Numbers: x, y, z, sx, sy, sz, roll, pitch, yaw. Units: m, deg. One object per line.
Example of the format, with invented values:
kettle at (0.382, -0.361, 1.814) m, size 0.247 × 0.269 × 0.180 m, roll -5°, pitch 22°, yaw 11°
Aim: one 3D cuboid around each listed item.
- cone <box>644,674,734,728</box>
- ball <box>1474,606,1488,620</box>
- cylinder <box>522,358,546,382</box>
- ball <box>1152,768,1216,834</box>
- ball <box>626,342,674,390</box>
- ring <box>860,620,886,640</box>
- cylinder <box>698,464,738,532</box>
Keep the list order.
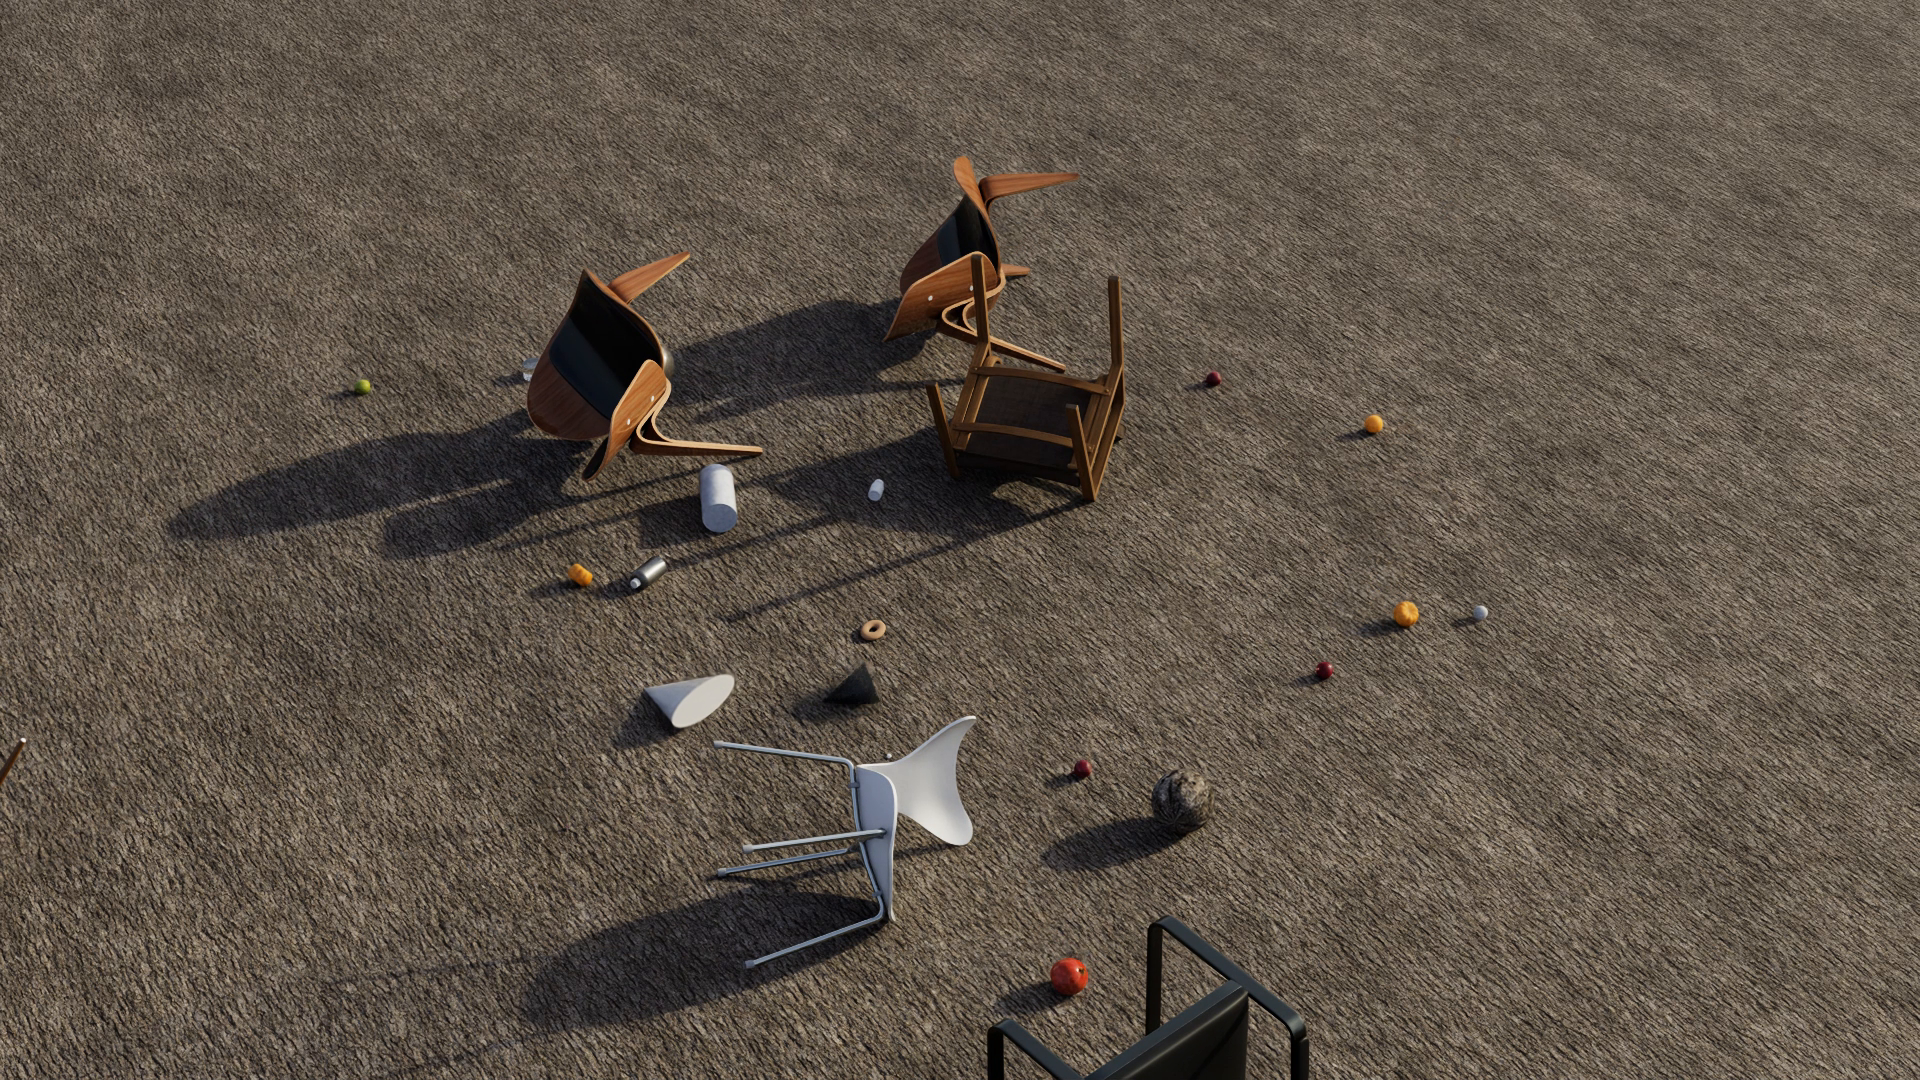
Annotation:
cone at (-0.986, 0.532, 10.083) m, size 0.276 × 0.122 × 0.330 m, roll 9°, pitch 29°, yaw 36°
ball at (1.864, 0.260, 10.503) m, size 0.051 × 0.051 × 0.051 m, roll 0°, pitch 33°, yaw 0°
cylinder at (-1.735, -0.695, 11.947) m, size 0.090 × 0.057 × 0.094 m, roll 16°, pitch 37°, yaw 22°
ball at (0.722, 0.844, 9.476) m, size 0.207 × 0.207 × 0.207 m, roll 0°, pitch 33°, yaw 0°
ball at (-1.247, -0.699, 11.830) m, size 0.193 × 0.193 × 0.193 m, roll 0°, pitch 33°, yaw 0°
ring at (-0.310, 0.321, 10.435) m, size 0.086 × 0.024 × 0.116 m, roll 10°, pitch 35°, yaw 16°
cylinder at (-0.914, -0.158, 11.068) m, size 0.132 × 0.128 × 0.282 m, roll 20°, pitch 28°, yaw -20°
